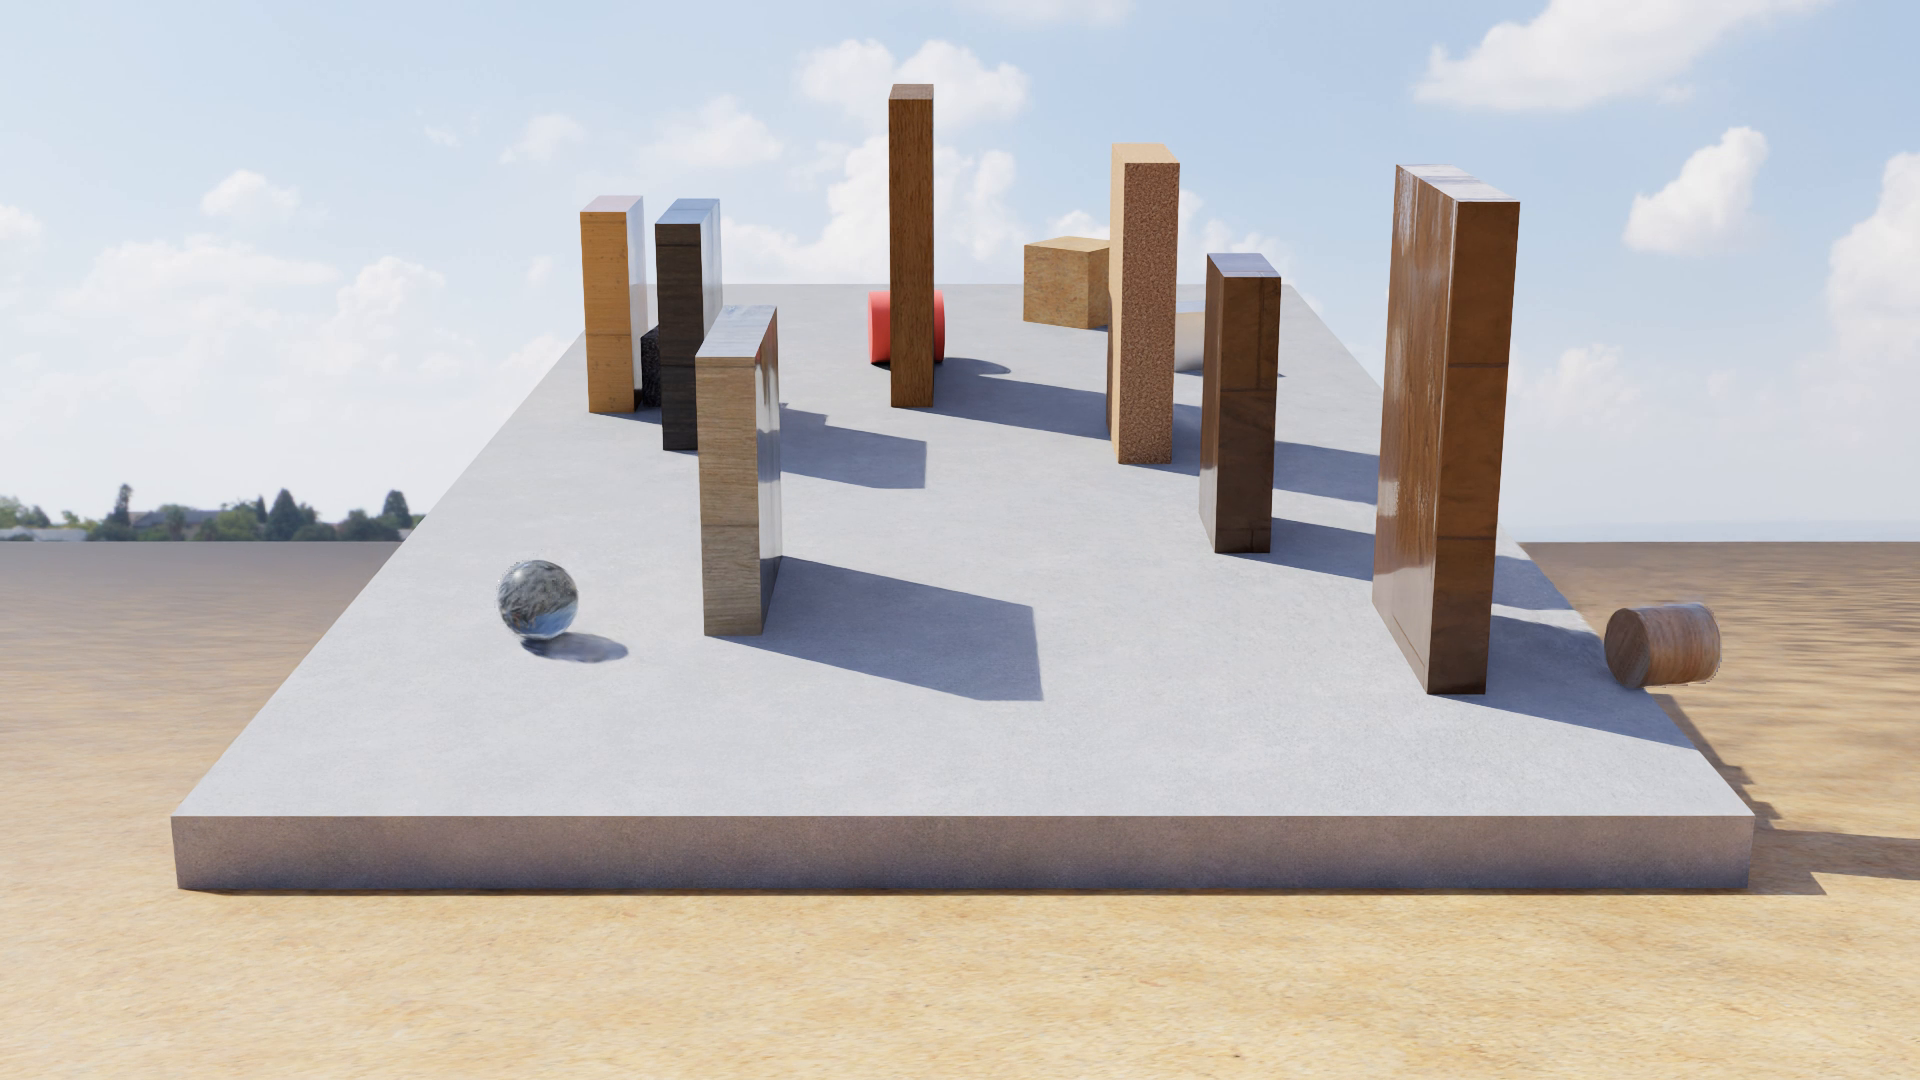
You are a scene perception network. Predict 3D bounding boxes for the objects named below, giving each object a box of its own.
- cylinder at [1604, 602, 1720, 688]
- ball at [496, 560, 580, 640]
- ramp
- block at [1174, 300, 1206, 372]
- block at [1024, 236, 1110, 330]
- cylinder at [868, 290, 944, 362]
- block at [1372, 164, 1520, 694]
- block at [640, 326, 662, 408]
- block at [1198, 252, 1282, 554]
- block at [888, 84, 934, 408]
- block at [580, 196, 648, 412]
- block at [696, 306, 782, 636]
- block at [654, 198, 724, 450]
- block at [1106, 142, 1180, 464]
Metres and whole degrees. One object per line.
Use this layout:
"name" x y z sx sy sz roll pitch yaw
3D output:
"cylinder" 1.031 0.154 3.245 0.117 0.117 0.117 -4 1 -16
"ball" -0.656 0.094 3.435 0.126 0.126 0.126 0 0 0
"ramp" -0.002 -0.162 4.723 2.000 0.100 4.000 0 16 0
"block" 0.560 -0.504 5.461 0.146 0.146 0.146 -5 17 -16
"block" 0.320 -0.705 6.037 0.210 0.210 0.210 12 20 35
"cylinder" -0.135 -0.531 5.492 0.178 0.178 0.178 -2 0 -6
"block" 0.721 -0.180 3.327 0.085 0.715 0.441 0 16 0
"block" -0.633 -0.399 5.071 0.159 0.159 0.159 2 16 7
"block" 0.499 -0.249 3.965 0.098 0.492 0.264 0 16 0
"block" -0.110 -0.692 5.130 0.096 0.689 0.423 0 16 0
"block" -0.783 -0.541 5.037 0.102 0.451 0.278 0 16 0
"block" -0.357 -0.125 3.618 0.090 0.445 0.442 0 16 0
"block" -0.576 -0.471 4.752 0.093 0.475 0.393 0 16 0
"block" 0.378 -0.501 4.616 0.109 0.611 0.372 0 16 0
